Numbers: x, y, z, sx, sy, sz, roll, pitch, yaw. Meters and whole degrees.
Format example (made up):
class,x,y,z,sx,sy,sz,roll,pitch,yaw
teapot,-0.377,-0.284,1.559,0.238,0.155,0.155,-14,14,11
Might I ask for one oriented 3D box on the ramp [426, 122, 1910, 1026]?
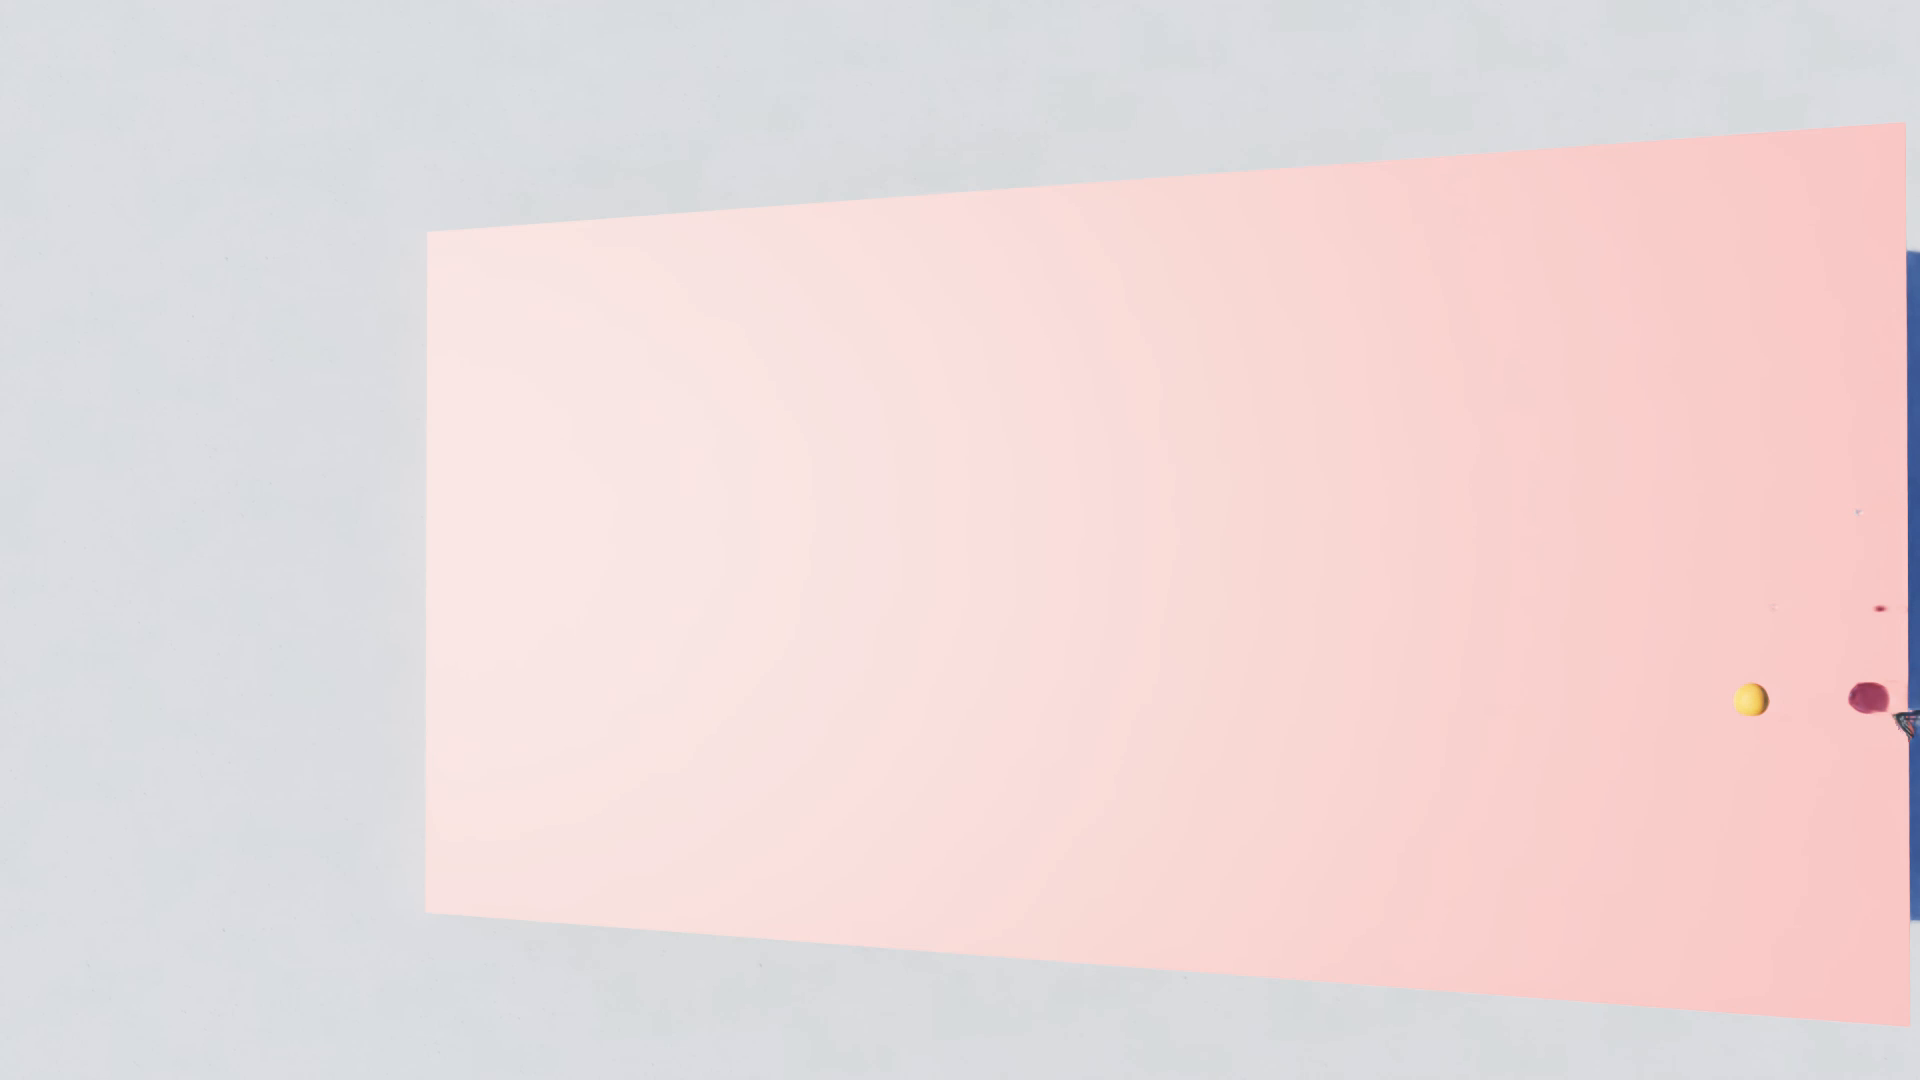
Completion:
class,x,y,z,sx,sy,sz,roll,pitch,yaw
ramp,0.283,0.084,5.709,4.000,0.100,2.000,0,89,24

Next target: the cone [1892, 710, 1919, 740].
class,x,y,z,sx,sy,sz,roll,pitch,yaw
cone,1.871,0.368,4.335,0.059,0.059,0.059,-8,84,0
